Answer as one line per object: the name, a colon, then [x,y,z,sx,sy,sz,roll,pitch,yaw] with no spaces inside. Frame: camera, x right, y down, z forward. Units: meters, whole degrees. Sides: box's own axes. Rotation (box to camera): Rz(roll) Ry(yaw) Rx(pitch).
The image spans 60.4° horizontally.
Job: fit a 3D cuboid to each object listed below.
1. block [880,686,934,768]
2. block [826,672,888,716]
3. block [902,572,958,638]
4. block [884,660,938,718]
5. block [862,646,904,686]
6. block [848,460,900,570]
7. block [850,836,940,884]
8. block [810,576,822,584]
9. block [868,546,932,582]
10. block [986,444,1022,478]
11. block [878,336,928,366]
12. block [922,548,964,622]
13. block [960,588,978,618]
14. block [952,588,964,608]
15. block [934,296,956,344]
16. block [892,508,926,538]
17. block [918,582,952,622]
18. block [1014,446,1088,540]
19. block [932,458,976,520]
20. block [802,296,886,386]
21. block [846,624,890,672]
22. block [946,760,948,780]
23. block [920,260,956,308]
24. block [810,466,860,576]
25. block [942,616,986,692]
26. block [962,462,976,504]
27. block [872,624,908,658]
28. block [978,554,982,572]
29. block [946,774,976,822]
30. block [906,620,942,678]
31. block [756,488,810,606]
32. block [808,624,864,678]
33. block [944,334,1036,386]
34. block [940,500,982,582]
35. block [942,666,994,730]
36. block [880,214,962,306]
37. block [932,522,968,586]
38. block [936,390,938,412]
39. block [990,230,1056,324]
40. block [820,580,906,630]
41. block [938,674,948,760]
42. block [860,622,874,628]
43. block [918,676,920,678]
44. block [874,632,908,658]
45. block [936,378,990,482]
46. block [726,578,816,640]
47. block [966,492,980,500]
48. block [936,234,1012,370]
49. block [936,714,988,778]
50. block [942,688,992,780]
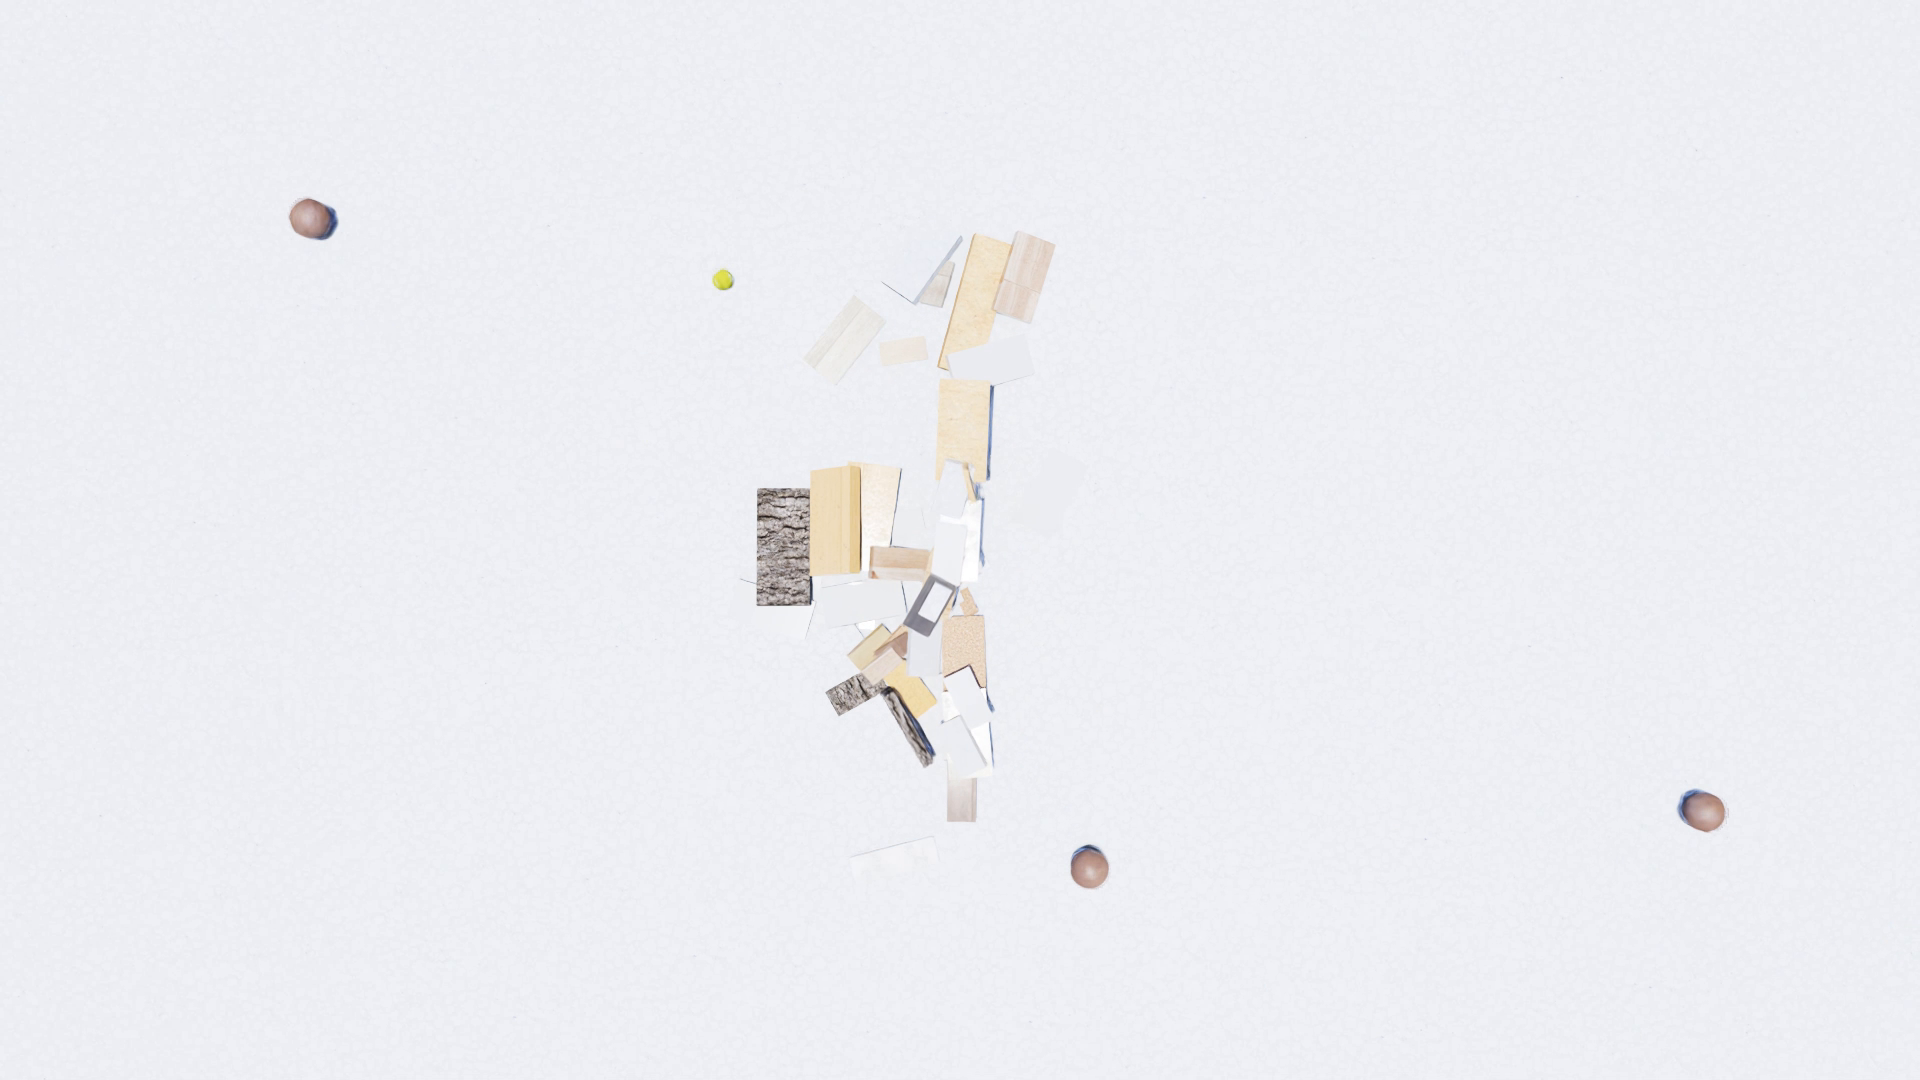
block: [-0.176,0.615,5.419,0.038,0.134,0.270,-30,96,-7]
block: [-0.344,0.501,5.487,0.187,0.027,0.094,-29,90,0]
block: [-0.095,0.204,5.154,0.094,0.027,0.187,28,106,-5]
block: [-0.166,0.494,5.466,0.092,0.026,0.185,-38,103,0]
block: [-0.256,0.414,5.424,0.126,0.018,0.063,-38,105,1]
block: [-0.307,-0.075,5.453,0.175,0.050,0.350,8,90,0]
block: [-0.217,1.065,5.487,0.288,0.026,0.092,-14,90,0]
block: [-0.508,0.119,5.493,0.095,0.014,0.048,5,90,0]
block: [-0.197,0.079,5.435,0.213,0.030,0.107,4,92,-28]
block: [0.147,-0.265,5.492,0.116,0.016,0.058,-34,90,0]
block: [-0.188,-0.629,5.489,0.156,0.022,0.078,-9,90,0]
block: [-0.063,0.139,5.189,0.107,0.030,0.213,15,93,-1]
block: [0.022,0.208,5.470,0.048,0.014,0.095,-24,60,0]
block: [-0.026,0.171,5.469,0.048,0.014,0.095,-26,77,0]
block: [-0.036,-0.725,5.489,0.078,0.022,0.156,-11,90,0]
block: [-0.303,-0.032,5.489,0.370,0.022,0.078,-12,90,0]
block: [-0.077,0.192,5.127,0.058,0.016,0.116,27,106,-4]
block: [0.302,-0.156,5.481,0.137,0.039,0.274,29,90,0]
block: [-0.021,-0.160,5.137,0.094,0.027,0.187,13,119,-6]
block: [-0.383,-0.663,5.481,0.137,0.039,0.274,39,90,0]
block: [-0.293,0.359,5.466,0.156,0.022,0.078,-42,113,-6]
block: [0.004,0.750,5.486,0.096,0.027,0.193,-1,90,0]
block: [-0.075,-0.854,5.473,0.078,0.022,0.156,15,85,14]
block: [-0.411,-0.060,5.407,0.175,0.050,0.350,-5,82,38]
block: [0.013,0.395,5.443,0.142,0.040,0.283,-2,77,0]
block: [0.028,-0.176,5.078,0.016,0.058,0.116,-11,119,7]
block: [-0.209,0.352,5.470,0.156,0.022,0.078,-48,112,-4]
block: [0.002,0.067,5.370,0.129,0.258,0.037,-7,102,0]
block: [0.005,0.835,5.459,0.096,0.027,0.193,1,90,0]
block: [-0.118,0.343,5.435,0.107,0.030,0.213,3,91,-24]
block: [-0.583,0.024,5.453,0.175,0.050,0.387,0,84,-2]
block: [-0.404,0.368,5.487,0.187,0.027,0.094,-36,90,0]
block: [0.099,-0.579,5.443,0.274,0.039,0.137,-17,97,-13]
block: [-0.002,0.000,5.221,0.129,0.037,0.258,3,90,0]
block: [0.027,0.515,5.338,0.094,0.027,0.187,-26,89,0]
block: [-0.127,-0.930,5.464,0.137,0.039,0.274,36,90,15]
block: [-0.035,0.043,5.155,0.094,0.027,0.187,8,93,0]
block: [0.002,-0.449,5.341,0.158,0.317,0.045,1,91,0]
block: [0.209,-0.869,5.458,0.137,0.039,0.274,18,88,-17]
block: [-0.319,0.204,5.466,0.267,0.038,0.134,-10,81,-2]
block: [0.006,0.581,5.441,0.142,0.040,0.283,-4,77,0]
block: [-0.307,0.247,5.493,0.048,0.014,0.095,5,90,0]
block: [-0.141,0.379,5.474,0.063,0.018,0.163,17,97,-15]
block: [-0.215,0.363,5.439,0.126,0.018,0.063,-32,105,-2]
block: [0.008,-0.342,5.161,0.158,0.045,0.317,2,90,0]
block: [-0.626,0.231,5.481,0.267,0.038,0.134,17,90,0]
block: [-0.001,-0.118,5.370,0.129,0.258,0.037,0,100,0]
block: [0.051,-0.774,5.460,0.137,0.039,0.458,16,89,-14]
block: [0.005,0.667,5.322,0.092,0.026,0.184,-27,89,18]
block: [0.024,0.630,5.370,0.142,0.040,0.283,-5,89,0]
